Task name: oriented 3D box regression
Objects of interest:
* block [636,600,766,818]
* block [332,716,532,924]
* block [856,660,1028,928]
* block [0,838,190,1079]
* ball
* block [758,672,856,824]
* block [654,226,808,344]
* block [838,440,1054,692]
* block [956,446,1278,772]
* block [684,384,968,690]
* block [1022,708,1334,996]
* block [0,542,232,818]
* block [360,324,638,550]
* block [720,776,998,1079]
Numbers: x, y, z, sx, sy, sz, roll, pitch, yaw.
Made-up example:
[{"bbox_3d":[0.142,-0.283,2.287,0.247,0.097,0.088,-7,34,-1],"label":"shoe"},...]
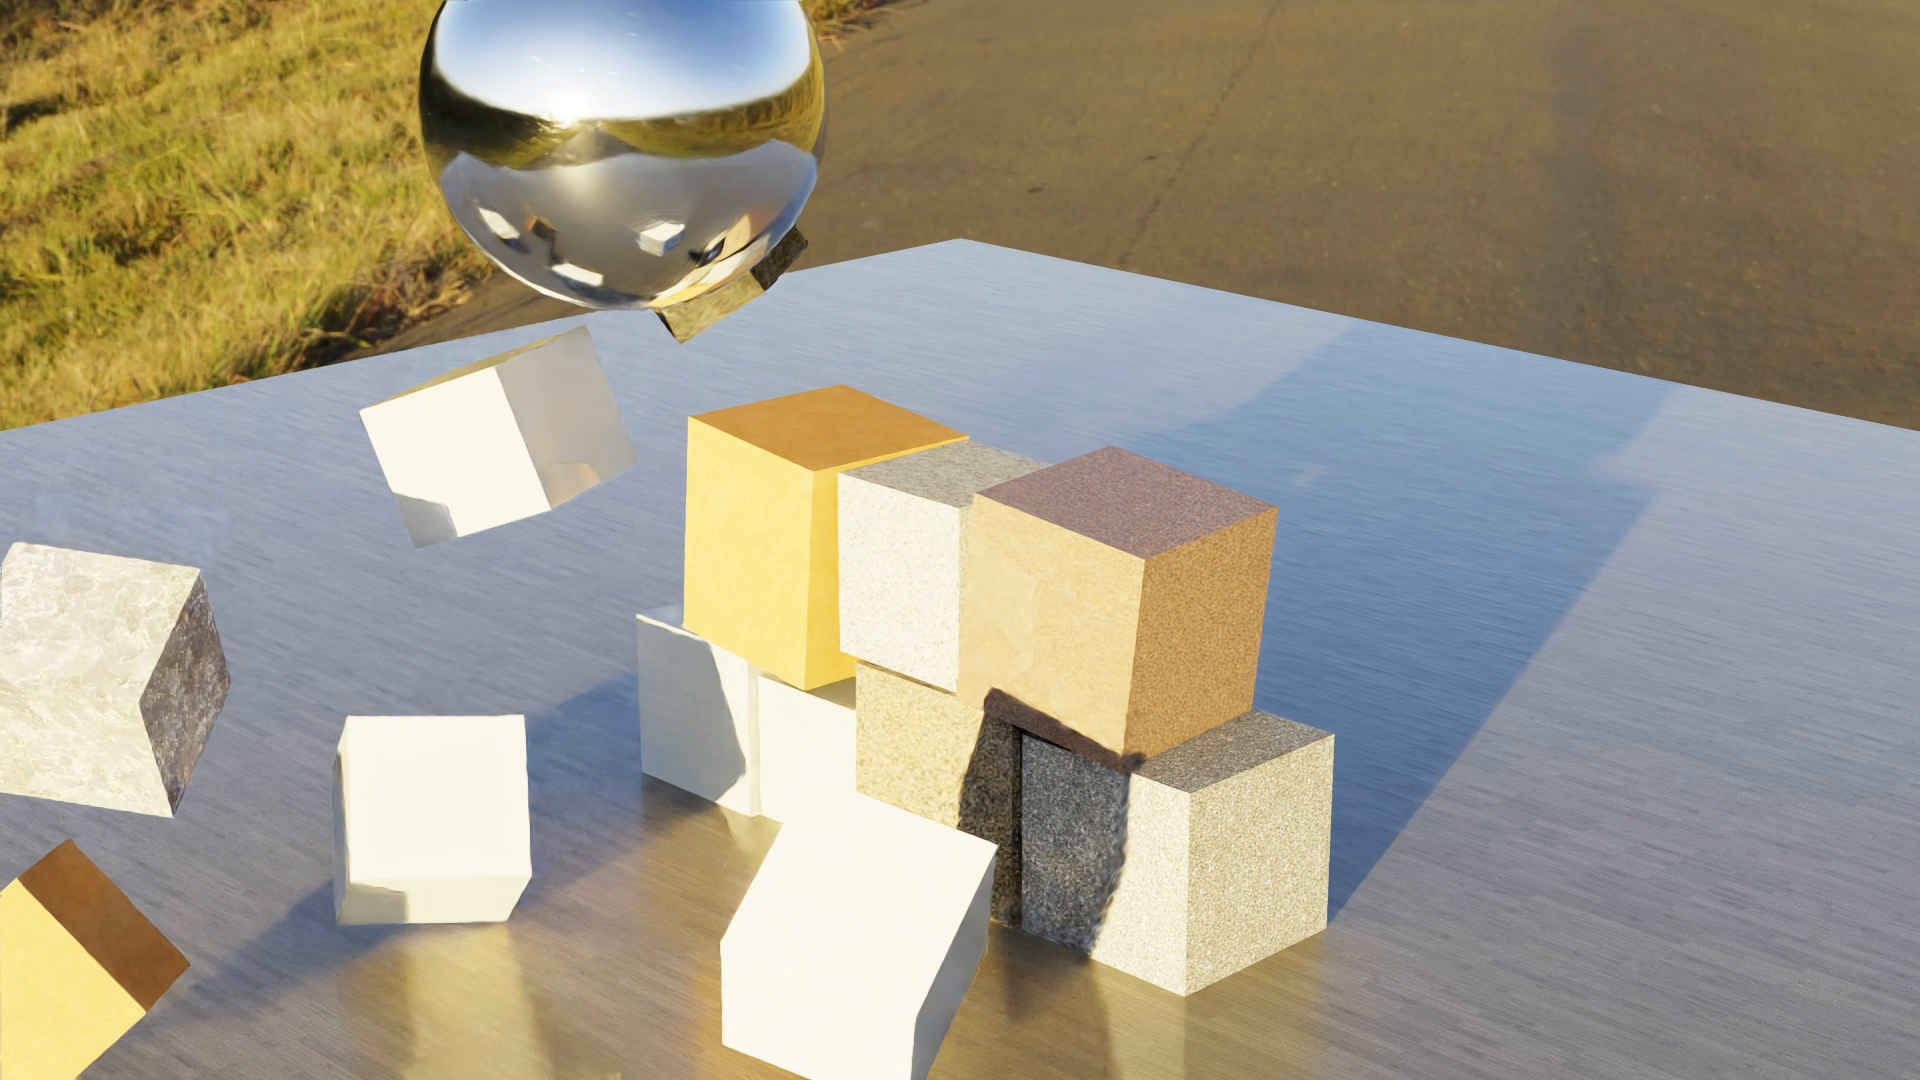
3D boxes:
[{"bbox_3d":[-0.965,0.748,14.576,0.946,0.833,0.828,-17,24,-42],"label":"block"},{"bbox_3d":[-2.287,1.209,12.630,0.742,0.710,0.725,1,-22,-17],"label":"block"},{"bbox_3d":[0.210,1.031,13.411,0.946,0.991,0.989,-17,24,-42],"label":"block"},{"bbox_3d":[-3.485,1.672,11.151,0.654,0.684,0.736,-42,6,2],"label":"block"},{"bbox_3d":[-1.306,-1.693,11.440,1.600,1.600,1.600,0,17,0],"label":"ball"},{"bbox_3d":[-0.389,0.971,14.067,0.866,0.713,0.746,-17,24,-42],"label":"block"},{"bbox_3d":[-1.275,-1.487,14.830,0.623,0.618,0.558,-28,17,34],"label":"block"},{"bbox_3d":[0.009,0.103,13.296,0.800,0.849,0.779,-16,24,-42],"label":"block"},{"bbox_3d":[0.671,0.272,12.635,0.912,0.963,0.944,22,28,35],"label":"block"},{"bbox_3d":[-0.646,-0.035,13.914,0.940,1.069,0.922,-15,27,-40],"label":"block"},{"bbox_3d":[0.942,1.273,12.766,0.946,0.916,0.953,17,24,42],"label":"block"},{"bbox_3d":[-3.640,0.587,12.319,0.820,0.764,0.735,8,48,6],"label":"block"},{"bbox_3d":[-2.208,-0.496,14.095,0.867,0.713,0.754,-15,11,32],"label":"block"},{"bbox_3d":[-0.382,1.528,11.032,0.762,0.765,0.792,19,53,11],"label":"block"}]
